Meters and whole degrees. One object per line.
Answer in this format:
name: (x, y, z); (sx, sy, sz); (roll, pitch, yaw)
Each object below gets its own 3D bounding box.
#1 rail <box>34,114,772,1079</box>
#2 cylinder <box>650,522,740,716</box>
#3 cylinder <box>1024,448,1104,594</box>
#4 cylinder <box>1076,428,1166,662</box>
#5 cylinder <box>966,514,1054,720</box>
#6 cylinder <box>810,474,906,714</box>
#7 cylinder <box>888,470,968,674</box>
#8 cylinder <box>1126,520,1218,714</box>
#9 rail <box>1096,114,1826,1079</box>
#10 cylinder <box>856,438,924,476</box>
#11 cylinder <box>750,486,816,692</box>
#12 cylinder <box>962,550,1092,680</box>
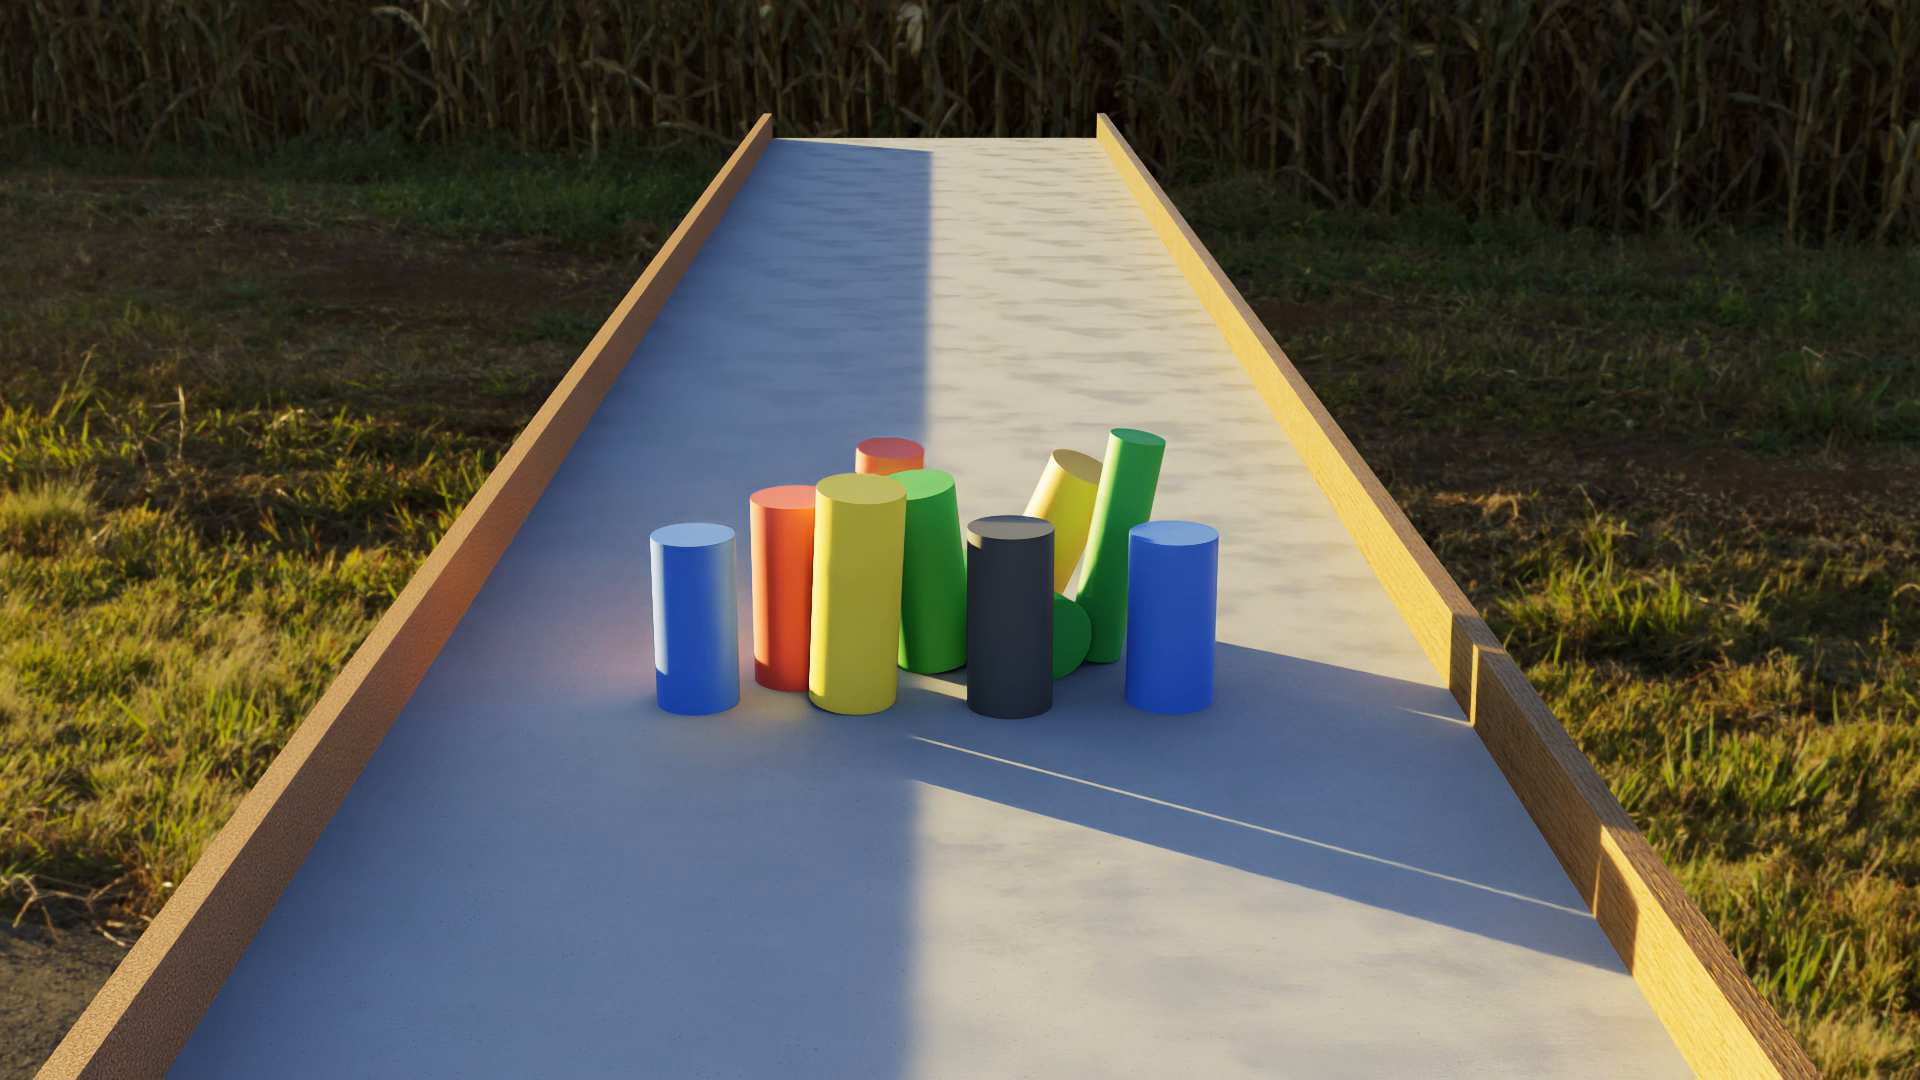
rail: (-1.118, -0.838, 7.780); (0.050, 0.150, 12.000); (0, 17, -1)
cylinder: (-0.499, 0.148, 4.149); (0.158, 0.330, 0.158); (0, 17, 0)
cylinder: (0.196, -0.012, 4.629); (0.147, 0.333, 0.147); (20, 24, -9)
cylinder: (0.308, 0.012, 4.366); (0.111, 0.455, 0.111); (10, 17, -3)
cylinder: (0.094, 0.144, 4.130); (0.163, 0.350, 0.163); (0, 17, 0)
cylinder: (-0.193, 0.101, 4.123); (0.167, 0.421, 0.167); (3, 21, -1)
cylinder: (-0.072, 0.062, 4.338); (0.163, 0.369, 0.163); (-6, 22, 2)
cylinder: (0.400, 0.145, 4.160); (0.167, 0.331, 0.167); (0, 17, 0)
rail: (0.932, -0.844, 7.801); (0.050, 0.150, 12.000); (0, 17, -1)
cylinder: (-0.152, -0.004, 4.535); (0.137, 0.391, 0.137); (3, 21, -1)
cylinder: (-0.317, 0.093, 4.271); (0.172, 0.366, 0.172); (0, 17, 0)
cylinder: (0.097, 0.146, 4.445); (0.165, 0.165, 0.380); (-9, 19, -27)
